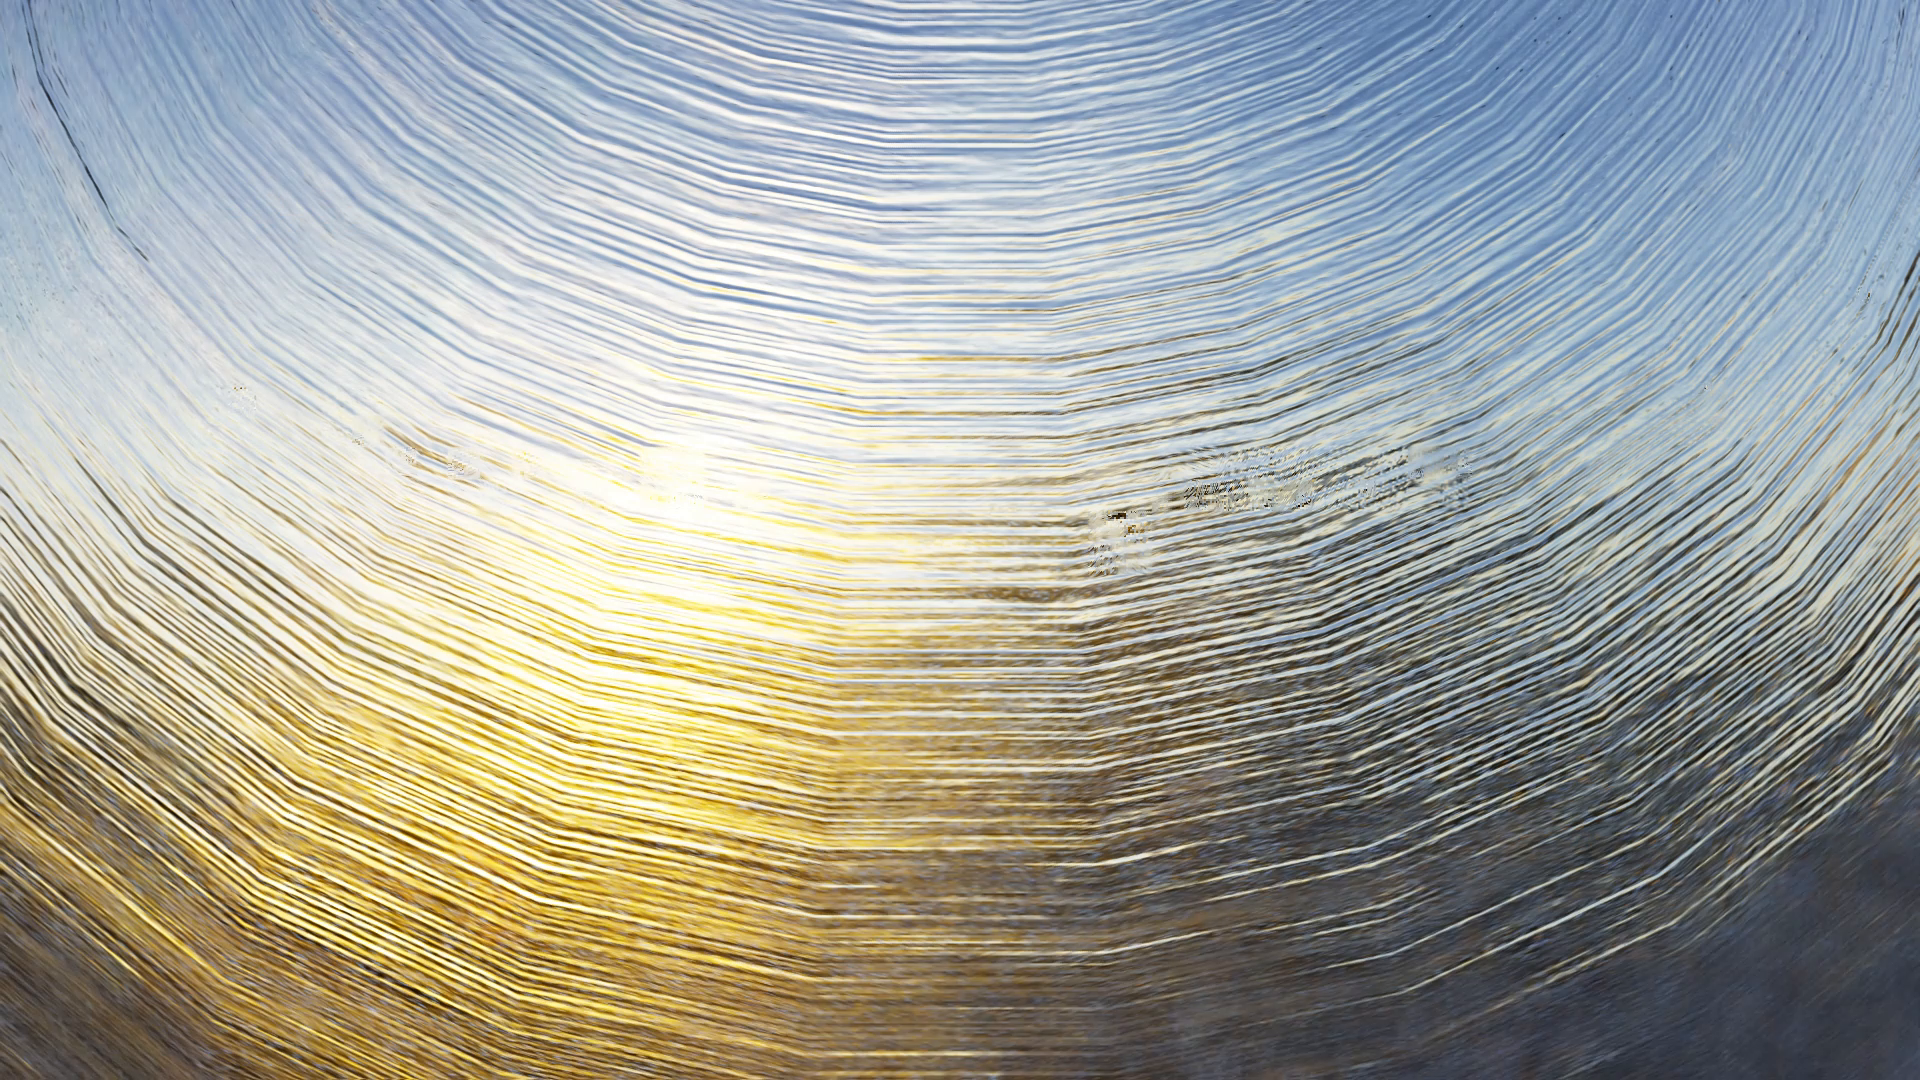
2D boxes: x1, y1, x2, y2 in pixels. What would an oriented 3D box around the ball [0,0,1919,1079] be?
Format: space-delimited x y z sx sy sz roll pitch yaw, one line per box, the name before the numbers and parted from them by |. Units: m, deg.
ball | 0.000 -0.002 0.056 0.080 0.080 0.080 0 4 0
